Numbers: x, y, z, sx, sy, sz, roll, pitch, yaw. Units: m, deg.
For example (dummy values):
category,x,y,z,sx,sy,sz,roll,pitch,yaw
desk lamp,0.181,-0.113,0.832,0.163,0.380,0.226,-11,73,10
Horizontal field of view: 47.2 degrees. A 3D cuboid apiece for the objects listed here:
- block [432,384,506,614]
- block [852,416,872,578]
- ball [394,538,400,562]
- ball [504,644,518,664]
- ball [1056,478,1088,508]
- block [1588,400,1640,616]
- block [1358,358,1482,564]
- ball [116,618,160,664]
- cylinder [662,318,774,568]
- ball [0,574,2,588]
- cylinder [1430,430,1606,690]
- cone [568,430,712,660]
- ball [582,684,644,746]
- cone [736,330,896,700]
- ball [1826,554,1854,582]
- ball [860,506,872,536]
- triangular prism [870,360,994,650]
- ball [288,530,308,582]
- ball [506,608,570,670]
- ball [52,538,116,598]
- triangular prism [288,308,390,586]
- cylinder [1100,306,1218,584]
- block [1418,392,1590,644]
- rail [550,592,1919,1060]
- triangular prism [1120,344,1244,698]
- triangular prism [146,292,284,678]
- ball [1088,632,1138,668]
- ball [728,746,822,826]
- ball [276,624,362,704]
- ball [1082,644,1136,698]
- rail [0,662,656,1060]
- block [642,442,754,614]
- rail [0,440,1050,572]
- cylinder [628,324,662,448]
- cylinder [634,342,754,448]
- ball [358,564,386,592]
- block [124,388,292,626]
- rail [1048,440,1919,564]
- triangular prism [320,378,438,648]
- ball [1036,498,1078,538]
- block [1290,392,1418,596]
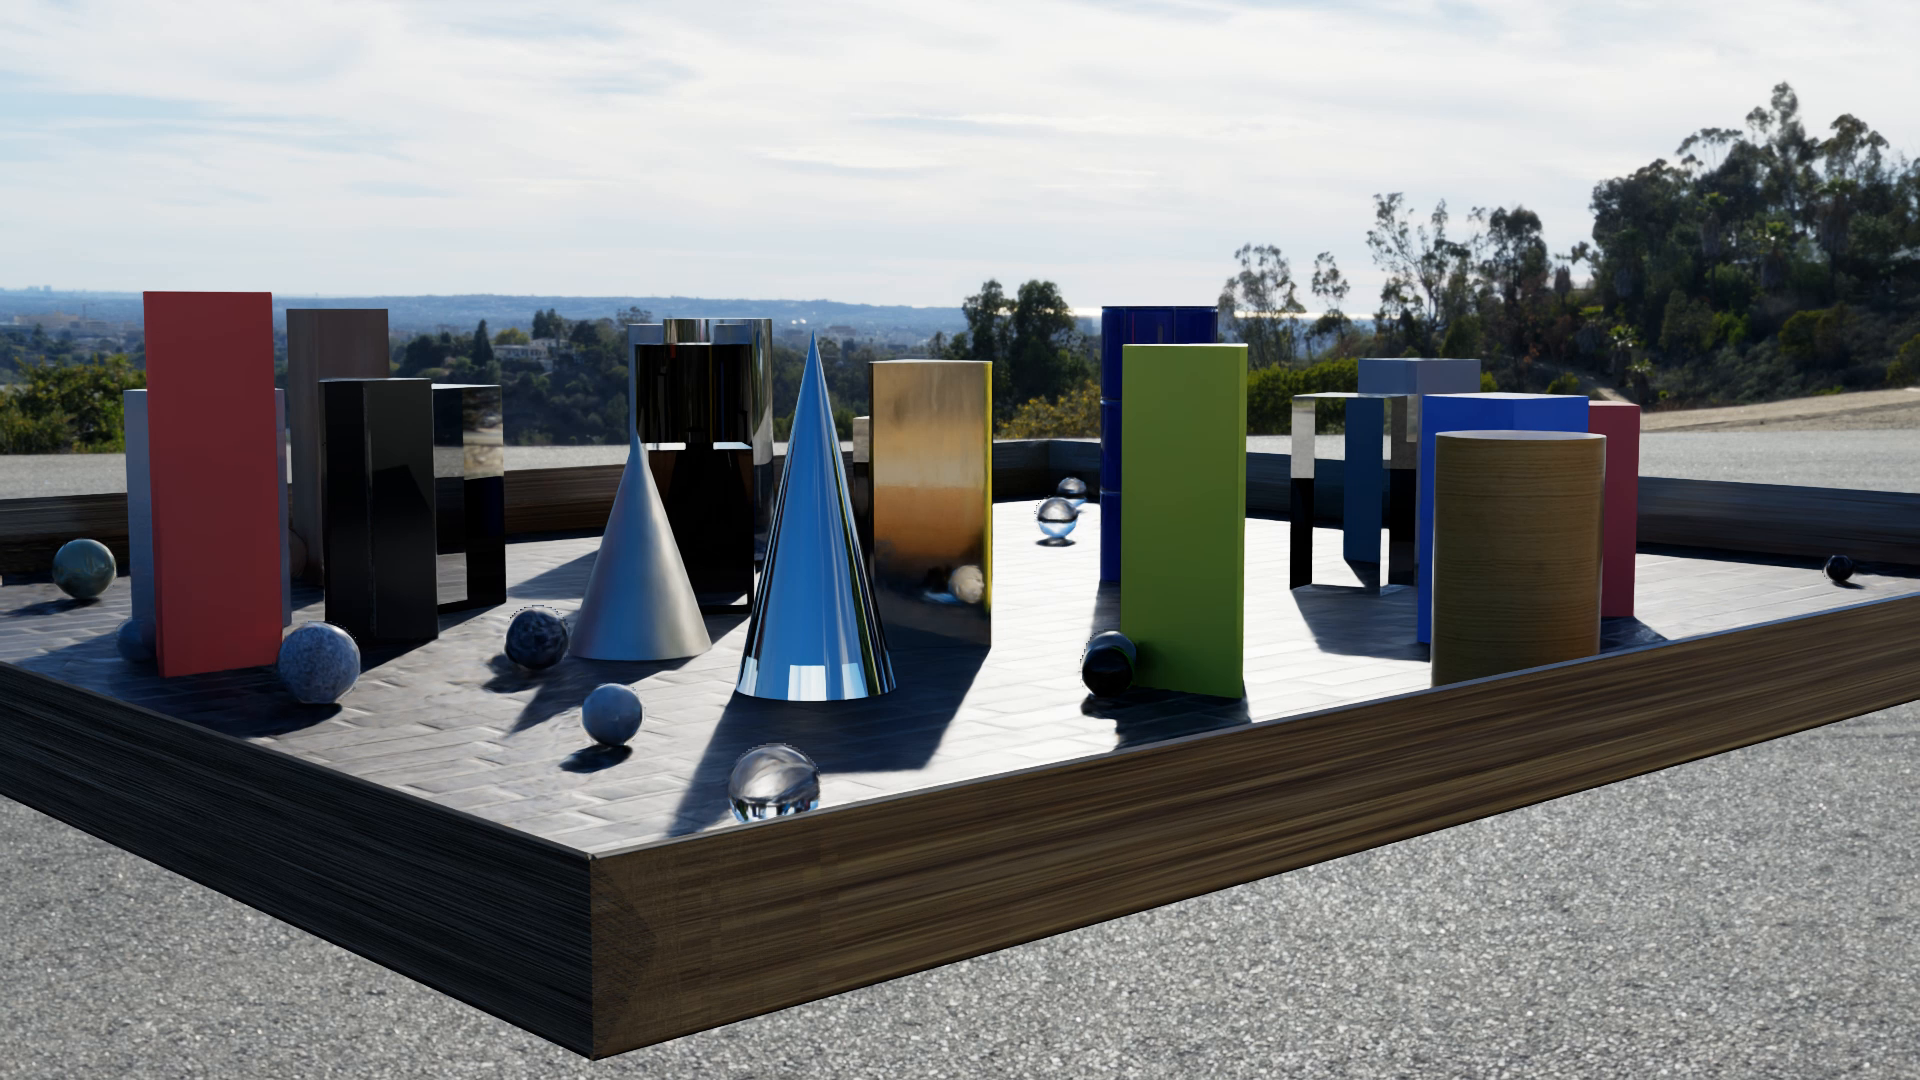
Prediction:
category,x,y,z,sx,sy,sz,roll,pitch,yaw
block,-0.789,-0.065,3.281,0.151,0.328,0.151,3,7,28
block,-0.080,-0.074,3.673,0.151,0.264,0.151,2,6,19
ball,-0.997,0.016,3.803,0.057,0.057,0.057,0,6,0
ball,-0.549,0.135,2.756,0.042,0.042,0.042,0,6,0
ball,0.247,-0.103,4.868,0.071,0.071,0.071,0,6,0
block,0.903,-0.049,3.243,0.151,0.305,0.151,0,6,4
block,0.816,-0.146,3.926,0.151,0.353,0.151,-4,7,-31
ball,-1.030,0.127,2.761,0.056,0.056,0.056,0,6,0
cylinder,-0.419,-0.172,3.826,0.189,0.426,0.189,0,6,0
ball,-1.476,0.061,3.294,0.075,0.075,0.075,0,6,0
cylinder,0.639,0.029,2.524,0.189,0.300,0.189,0,6,0
cone,-0.419,0.000,2.864,0.189,0.287,0.189,0,6,0
ball,-0.354,0.178,2.243,0.063,0.063,0.063,0,6,0
cone,-0.170,-0.036,2.572,0.189,0.420,0.189,0,6,0
ball,1.433,0.046,3.582,0.044,0.044,0.044,0,6,0
ball,-0.163,-0.038,4.286,0.064,0.064,0.064,0,6,0
triangular prism,-0.053,-0.052,2.937,0.164,0.374,0.142,-1,6,-14
ball,-1.097,0.026,3.531,0.095,0.095,0.095,0,6,0
ball,-0.520,0.122,2.707,0.076,0.076,0.076,0,6,0
ball,-1.342,0.044,3.371,0.092,0.092,0.092,0,6,0
triangular prism,-1.004,-0.157,3.612,0.142,0.443,0.164,-4,7,-31
cylinder,0.324,-0.158,3.594,0.189,0.447,0.189,0,6,0
block,0.718,-0.026,2.913,0.151,0.329,0.151,-4,7,-36
rail,0.904,0.135,2.358,3.095,0.123,0.045,-6,8,-42
triangular prism,0.298,-0.030,2.600,0.164,0.401,0.142,5,8,37
triangular prism,-0.959,-0.076,2.738,0.142,0.464,0.164,6,8,44
ball,0.178,0.137,2.577,0.059,0.059,0.059,0,6,0
ball,-0.156,0.212,1.851,0.078,0.078,0.078,0,6,0
ball,-0.722,0.139,2.477,0.091,0.091,0.091,0,6,0
ball,0.169,0.150,2.516,0.062,0.062,0.062,0,6,0
rail,-1.120,0.141,2.305,0.045,0.123,2.714,-6,8,-42
block,-0.390,-0.019,3.260,0.151,0.241,0.151,-1,6,-12
rail,-0.904,-0.071,4.307,3.095,0.123,0.045,-6,8,-42
cylinder,-0.551,-0.215,4.301,0.189,0.412,0.189,0,6,0
cylinder,-0.430,-0.124,3.566,0.189,0.386,0.189,0,6,0
ball,-0.922,0.060,3.447,0.044,0.044,0.044,0,6,0
block,-1.045,-0.043,3.059,0.151,0.332,0.151,4,7,35
rail,1.120,-0.077,4.360,0.045,0.123,2.714,-6,8,-42
triangular prism,-0.813,-0.041,2.946,0.142,0.350,0.164,6,8,45
ball,0.188,-0.043,4.255,0.080,0.080,0.080,0,6,0
block,0.625,-0.076,3.492,0.151,0.307,0.151,4,7,31
